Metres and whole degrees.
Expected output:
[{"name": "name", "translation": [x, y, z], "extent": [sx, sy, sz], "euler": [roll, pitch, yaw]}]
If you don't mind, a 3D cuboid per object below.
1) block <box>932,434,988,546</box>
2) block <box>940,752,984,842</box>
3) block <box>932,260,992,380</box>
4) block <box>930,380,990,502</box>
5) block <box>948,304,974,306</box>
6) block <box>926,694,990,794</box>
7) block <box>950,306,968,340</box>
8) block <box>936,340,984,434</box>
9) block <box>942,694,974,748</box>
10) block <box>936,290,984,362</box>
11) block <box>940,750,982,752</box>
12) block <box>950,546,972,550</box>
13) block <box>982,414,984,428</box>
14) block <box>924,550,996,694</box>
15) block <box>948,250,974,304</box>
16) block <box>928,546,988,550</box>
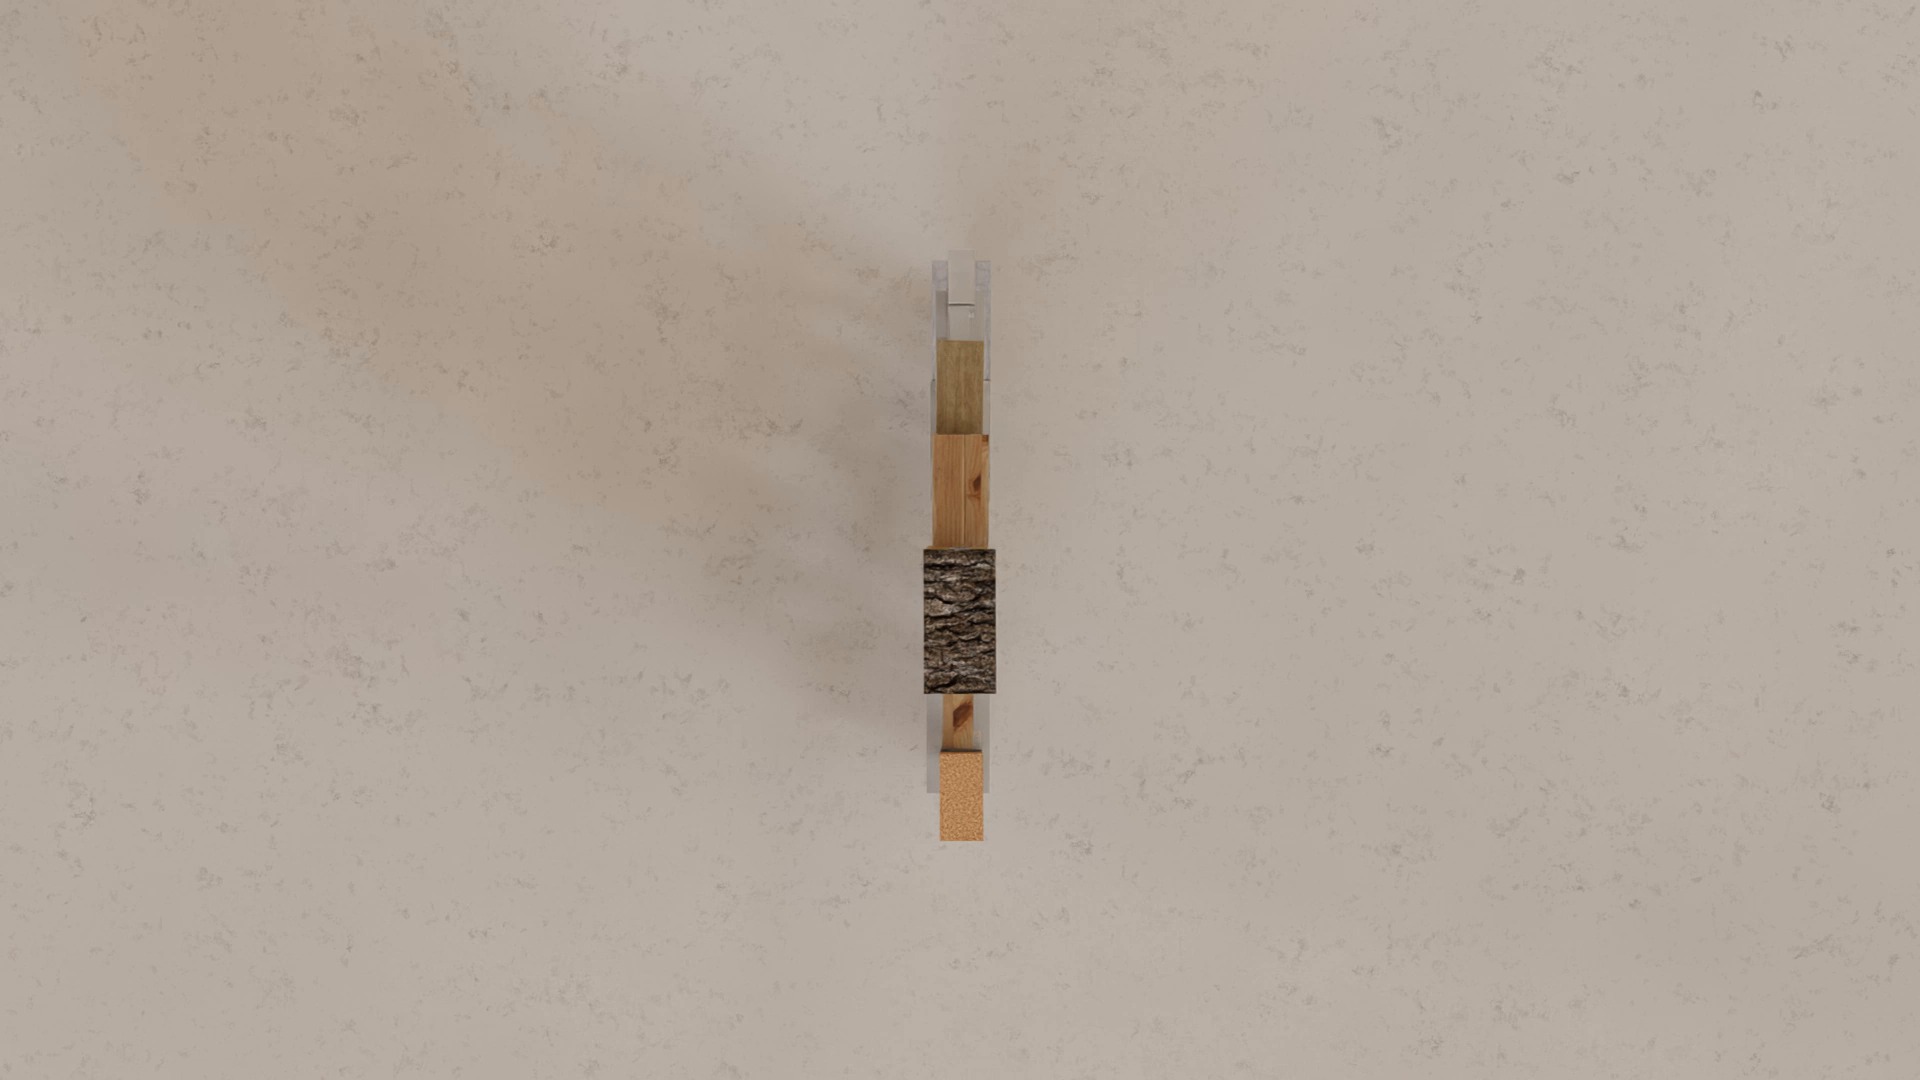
[{"name": "block", "translation": [0.002, -0.121, 4.047], "extent": [0.137, 0.039, 0.275], "euler": [0, 90, 0]}, {"name": "block", "translation": [0.003, 0.631, 4.053], "extent": [0.107, 0.030, 0.214], "euler": [0, 90, 0]}, {"name": "block", "translation": [0.004, -0.621, 4.686], "extent": [0.168, 0.048, 0.336], "euler": [0, 90, 0]}, {"name": "block", "translation": [0.002, -0.279, 4.665], "extent": [0.169, 0.048, 0.338], "euler": [0, 90, 0]}, {"name": "block", "translation": [0.004, -0.626, 4.278], "extent": [0.067, 0.134, 0.019], "euler": [0, 90, 0]}, {"name": "block", "translation": [-0.005, 0.494, 4.306], "extent": [0.164, 0.046, 0.328], "euler": [0, 90, 0]}, {"name": "block", "translation": [-0.003, -0.549, 4.238], "extent": [0.050, 0.014, 0.100], "euler": [0, 90, 0]}, {"name": "block", "translation": [0.000, -0.378, 4.097], "extent": [0.116, 0.033, 0.231], "euler": [1, 90, 0]}, {"name": "block", "translation": [-0.005, 0.443, 4.120], "extent": [0.076, 0.022, 0.152], "euler": [0, 90, 0]}, {"name": "block", "translation": [0.000, -0.528, 4.363], "extent": [0.130, 0.037, 0.259], "euler": [0, 90, 0]}, {"name": "block", "translation": [0.003, 0.559, 4.175], "extent": [0.107, 0.214, 0.030], "euler": [0, 90, 0]}, {"name": "block", "translation": [0.002, 0.052, 4.378], "extent": [0.058, 0.016, 0.116], "euler": [1, 90, 0]}, {"name": "block", "translation": [0.000, -0.301, 4.312], "extent": [0.116, 0.397, 0.033], "euler": [1, 90, 0]}, {"name": "block", "translation": [-0.001, 0.192, 3.898], "extent": [0.170, 0.048, 0.339], "euler": [0, 90, 0]}, {"name": "block", "translation": [0.004, -0.670, 4.201], "extent": [0.067, 0.019, 0.134], "euler": [0, 90, 0]}, {"name": "block", "translation": [-0.005, 0.184, 4.526], "extent": [0.167, 0.047, 0.334], "euler": [0, 90, 0]}]
